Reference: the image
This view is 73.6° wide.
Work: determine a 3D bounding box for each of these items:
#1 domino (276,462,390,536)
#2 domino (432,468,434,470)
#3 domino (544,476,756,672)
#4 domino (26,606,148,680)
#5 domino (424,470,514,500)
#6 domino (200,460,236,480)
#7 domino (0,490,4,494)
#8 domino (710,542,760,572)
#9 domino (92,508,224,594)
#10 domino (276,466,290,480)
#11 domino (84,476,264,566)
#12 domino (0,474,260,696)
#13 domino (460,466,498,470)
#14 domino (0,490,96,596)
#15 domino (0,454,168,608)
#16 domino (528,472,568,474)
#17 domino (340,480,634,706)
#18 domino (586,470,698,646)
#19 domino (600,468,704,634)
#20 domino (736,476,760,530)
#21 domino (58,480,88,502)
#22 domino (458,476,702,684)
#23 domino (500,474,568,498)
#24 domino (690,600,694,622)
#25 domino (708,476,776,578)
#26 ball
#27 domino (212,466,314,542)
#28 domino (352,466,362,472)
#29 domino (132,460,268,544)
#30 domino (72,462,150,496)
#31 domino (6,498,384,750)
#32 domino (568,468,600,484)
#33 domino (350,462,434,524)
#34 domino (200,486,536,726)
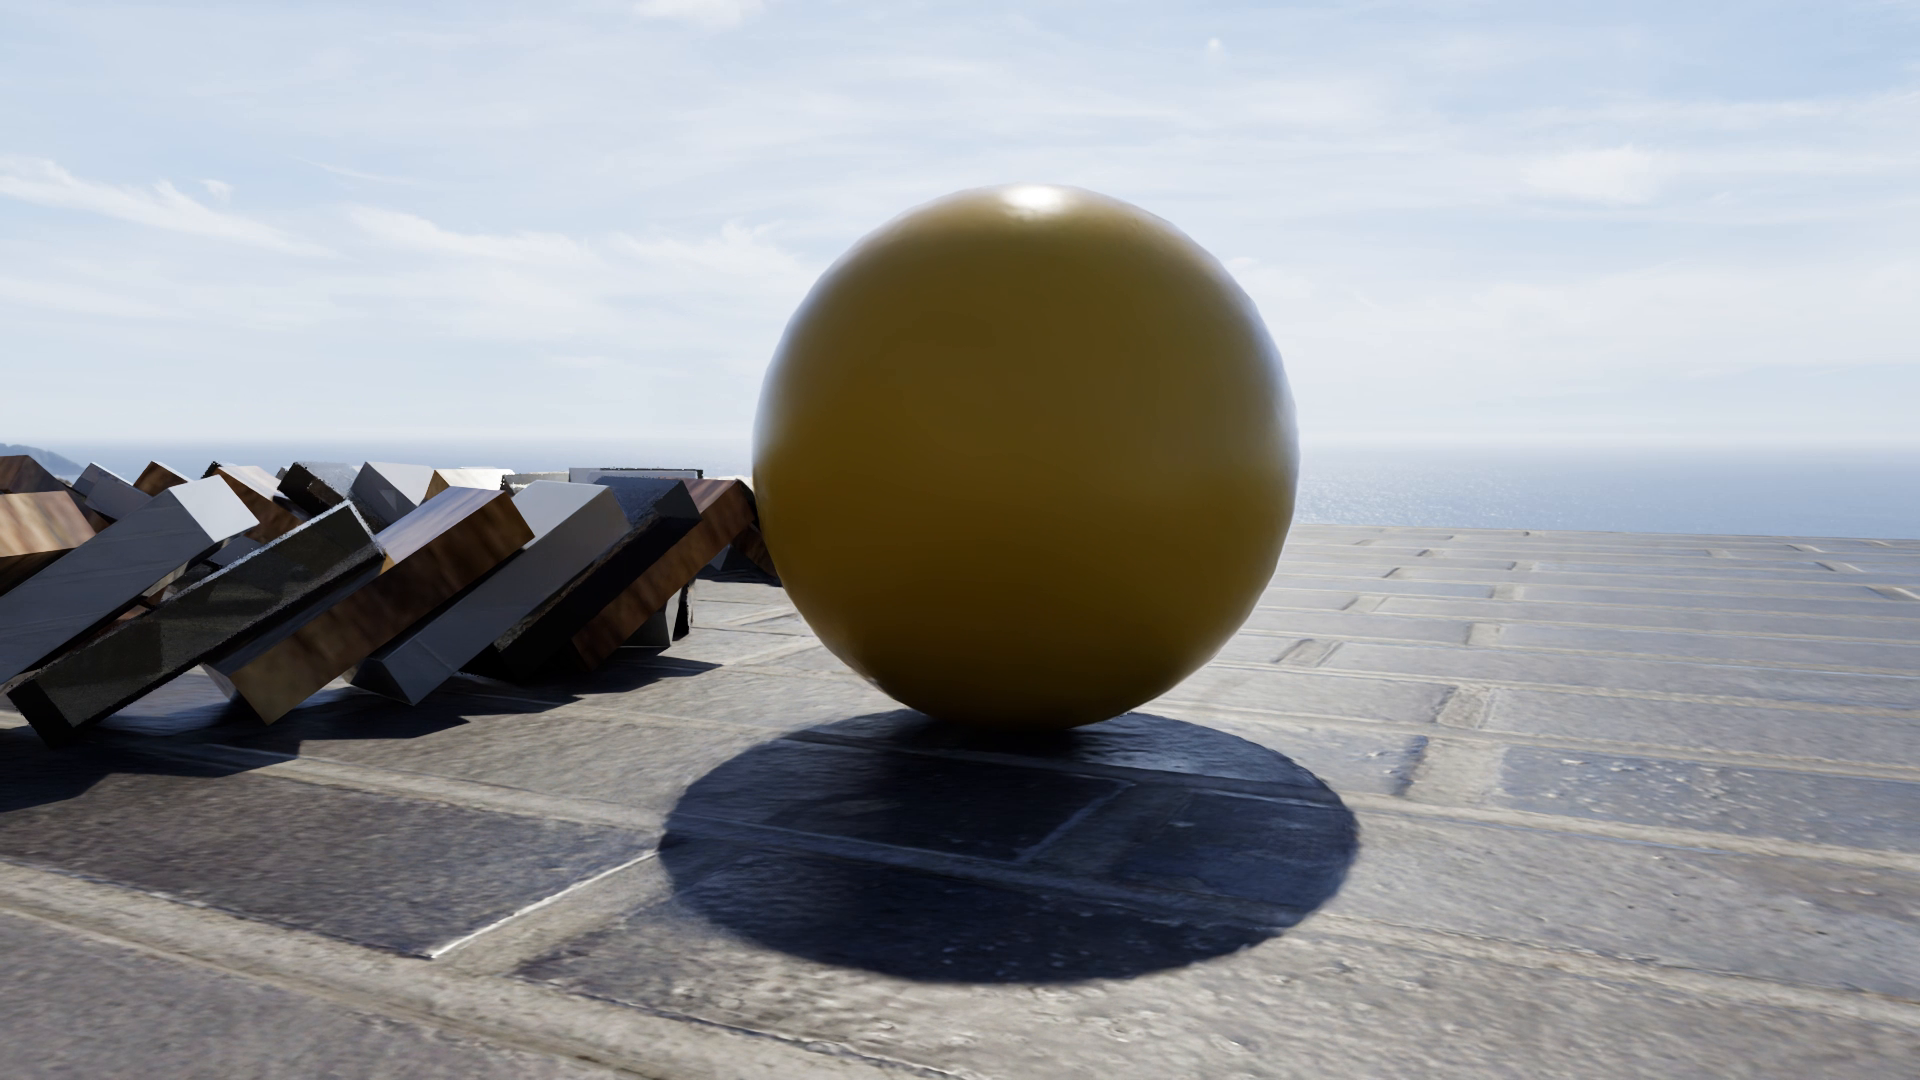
[{"bbox_3d":[-0.166,-0.004,0.368,0.050,0.010,0.025,36,5,3],"label":"domino"},{"bbox_3d":[-0.172,-0.009,0.452,0.050,0.010,0.025,32,2,-5],"label":"domino"},{"bbox_3d":[-0.067,0.005,0.260,0.025,0.009,0.050,4,39,37],"label":"domino"},{"bbox_3d":[-0.179,0.019,0.257,0.025,0.009,0.050,-4,6,-44],"label":"domino"},{"bbox_3d":[-0.126,-0.002,0.362,0.050,0.010,0.025,39,23,26],"label":"domino"},{"bbox_3d":[-0.229,-0.009,0.435,0.050,0.009,0.025,35,-8,-16],"label":"domino"},{"bbox_3d":[-0.220,0.000,0.287,0.025,0.009,0.050,-6,-36,7],"label":"domino"},{"bbox_3d":[-0.089,-0.007,0.442,0.050,0.009,0.025,35,20,27],"label":"domino"},{"bbox_3d":[-0.219,0.000,0.330,0.025,0.010,0.050,-1,-28,47],"label":"domino"},{"bbox_3d":[-0.209,-0.008,0.442,0.050,0.010,0.025,33,-4,-14],"label":"domino"},{"bbox_3d":[-0.206,-0.001,0.346,0.050,0.009,0.025,29,-16,-24],"label":"domino"},{"bbox_3d":[-0.130,0.010,0.186,0.050,0.009,0.025,-36,15,-9],"label":"domino"},{"bbox_3d":[-0.153,-0.009,0.455,0.050,0.009,0.025,32,6,3],"label":"domino"},{"bbox_3d":[-0.151,0.011,0.179,0.050,0.009,0.025,-33,3,3],"label":"domino"},{"bbox_3d":[-0.216,0.000,0.304,0.025,0.010,0.050,-2,-35,8],"label":"domino"},{"bbox_3d":[-0.128,-0.008,0.455,0.050,0.009,0.025,31,14,15],"label":"domino"},{"bbox_3d":[-0.086,0.008,0.229,0.025,0.010,0.050,6,39,41],"label":"domino"},{"bbox_3d":[-0.074,0.003,0.286,0.025,0.009,0.050,0,39,-2],"label":"domino"},{"bbox_3d":[-0.075,0.002,0.304,0.025,0.009,0.050,0,39,-6],"label":"domino"},{"bbox_3d":[-0.051,-0.005,0.419,0.025,0.009,0.050,-3,32,-47],"label":"domino"},{"bbox_3d":[-0.271,-0.006,0.402,0.025,0.010,0.050,5,-29,49],"label":"domino"},{"bbox_3d":[-0.076,0.006,0.245,0.025,0.009,0.050,4,39,37],"label":"domino"},{"bbox_3d":[-0.106,-0.001,0.353,0.025,0.010,0.050,-4,37,-40],"label":"domino"},{"bbox_3d":[-0.079,0.001,0.321,0.025,0.009,0.050,-1,38,-10],"label":"domino"},{"bbox_3d":[-0.068,-0.005,0.430,0.050,0.010,0.025,35,24,31],"label":"domino"},{"bbox_3d":[0.009,-0.012,0.191,0.080,0.080,0.080,0,4,0],"label":"ball"},{"bbox_3d":[-0.184,-0.003,0.361,0.050,0.010,0.025,34,0,-8],"label":"domino"},{"bbox_3d":[-0.191,-0.009,0.449,0.050,0.009,0.025,32,0,-8],"label":"domino"},{"bbox_3d":[-0.245,-0.008,0.425,0.050,0.009,0.025,36,-13,-23],"label":"domino"},{"bbox_3d":[-0.258,-0.007,0.415,0.050,0.009,0.025,38,-17,-28],"label":"domino"},{"bbox_3d":[-0.115,0.011,0.197,0.050,0.009,0.025,-34,17,-19],"label":"domino"},{"bbox_3d":[-0.088,-0.001,0.339,0.025,0.009,0.050,-1,38,-22],"label":"domino"},{"bbox_3d":[-0.147,-0.004,0.369,0.050,0.010,0.025,37,11,15],"label":"domino"},{"bbox_3d":[-0.099,0.009,0.214,0.025,0.009,0.050,6,39,48],"label":"domino"}]
